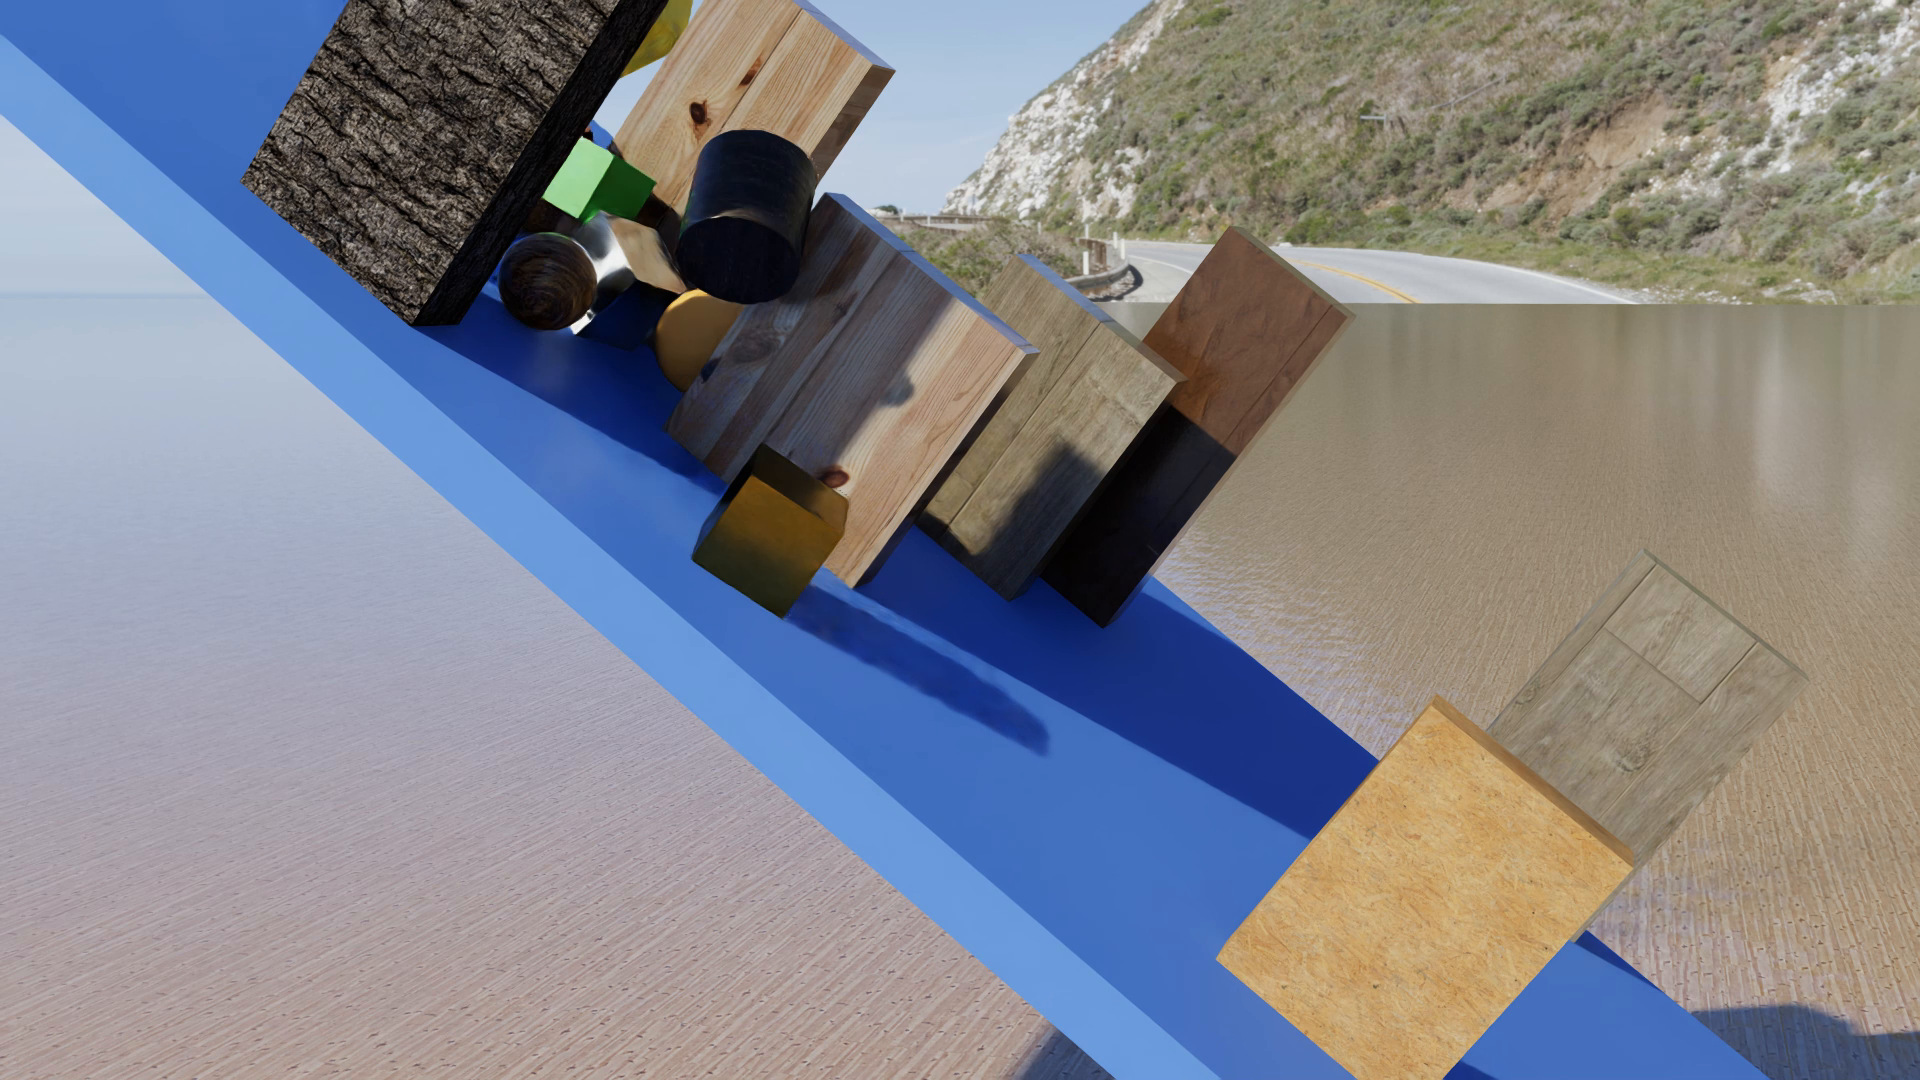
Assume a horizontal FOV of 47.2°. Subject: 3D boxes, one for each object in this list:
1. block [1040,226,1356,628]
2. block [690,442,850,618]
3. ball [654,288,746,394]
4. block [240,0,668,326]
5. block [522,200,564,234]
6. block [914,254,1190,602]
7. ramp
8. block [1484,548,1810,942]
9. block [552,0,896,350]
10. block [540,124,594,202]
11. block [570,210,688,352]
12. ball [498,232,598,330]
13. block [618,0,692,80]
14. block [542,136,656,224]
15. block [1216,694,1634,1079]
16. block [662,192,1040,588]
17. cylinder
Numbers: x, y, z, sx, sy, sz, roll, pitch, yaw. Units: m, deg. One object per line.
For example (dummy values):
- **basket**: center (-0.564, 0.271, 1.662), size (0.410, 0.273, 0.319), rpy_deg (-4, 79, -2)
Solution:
- **block**: center (0.421, -0.221, 4.356), size (0.286, 0.778, 0.144), rpy_deg (40, 16, 9)
- **block**: center (-0.290, -0.016, 3.386), size (0.167, 0.167, 0.167), rpy_deg (34, 16, -11)
- **ball**: center (-0.437, -0.344, 3.863), size (0.199, 0.199, 0.199), rpy_deg (0, 7, 0)
- **block**: center (-0.753, -0.739, 3.390), size (0.371, 0.741, 0.147), rpy_deg (40, 16, 9)
- **block**: center (-0.772, -0.635, 4.212), size (0.114, 0.114, 0.114), rpy_deg (34, 16, -9)
- **block**: center (0.114, -0.212, 4.147), size (0.384, 0.523, 0.123), rpy_deg (40, 16, 9)
- **ramp**: center (-0.046, 0.103, 4.061), size (4.000, 0.100, 2.000), rpy_deg (40, 16, 9)
- **block**: center (1.357, 0.430, 4.601), size (0.414, 0.727, 0.108), rpy_deg (40, 16, 9)
- **block**: center (-0.451, -0.691, 4.041), size (0.328, 0.664, 0.130), rpy_deg (40, 16, 9)
- **block**: center (-0.775, -0.742, 4.041), size (0.162, 0.162, 0.162), rpy_deg (-21, -22, -13)
- **block**: center (-0.609, -0.458, 3.898), size (0.158, 0.158, 0.158), rpy_deg (-37, -23, 21)
- **ball**: center (-0.696, -0.437, 3.715), size (0.166, 0.166, 0.166), rpy_deg (0, 7, 0)
- **block**: center (-0.650, -1.044, 4.276), size (0.179, 0.179, 0.179), rpy_deg (-19, -42, 27)
- **block**: center (-0.653, -0.630, 3.925), size (0.129, 0.129, 0.129), rpy_deg (32, 2, 30)
- **block**: center (0.681, 0.541, 3.249), size (0.359, 0.508, 0.097), rpy_deg (40, 16, 9)
- **block**: center (-0.186, -0.248, 3.665), size (0.430, 0.493, 0.095), rpy_deg (40, 16, 9)
- **cylinder**: center (-0.342, -0.519, 3.531), size (0.196, 0.196, 0.196), rpy_deg (5, -36, 3)
